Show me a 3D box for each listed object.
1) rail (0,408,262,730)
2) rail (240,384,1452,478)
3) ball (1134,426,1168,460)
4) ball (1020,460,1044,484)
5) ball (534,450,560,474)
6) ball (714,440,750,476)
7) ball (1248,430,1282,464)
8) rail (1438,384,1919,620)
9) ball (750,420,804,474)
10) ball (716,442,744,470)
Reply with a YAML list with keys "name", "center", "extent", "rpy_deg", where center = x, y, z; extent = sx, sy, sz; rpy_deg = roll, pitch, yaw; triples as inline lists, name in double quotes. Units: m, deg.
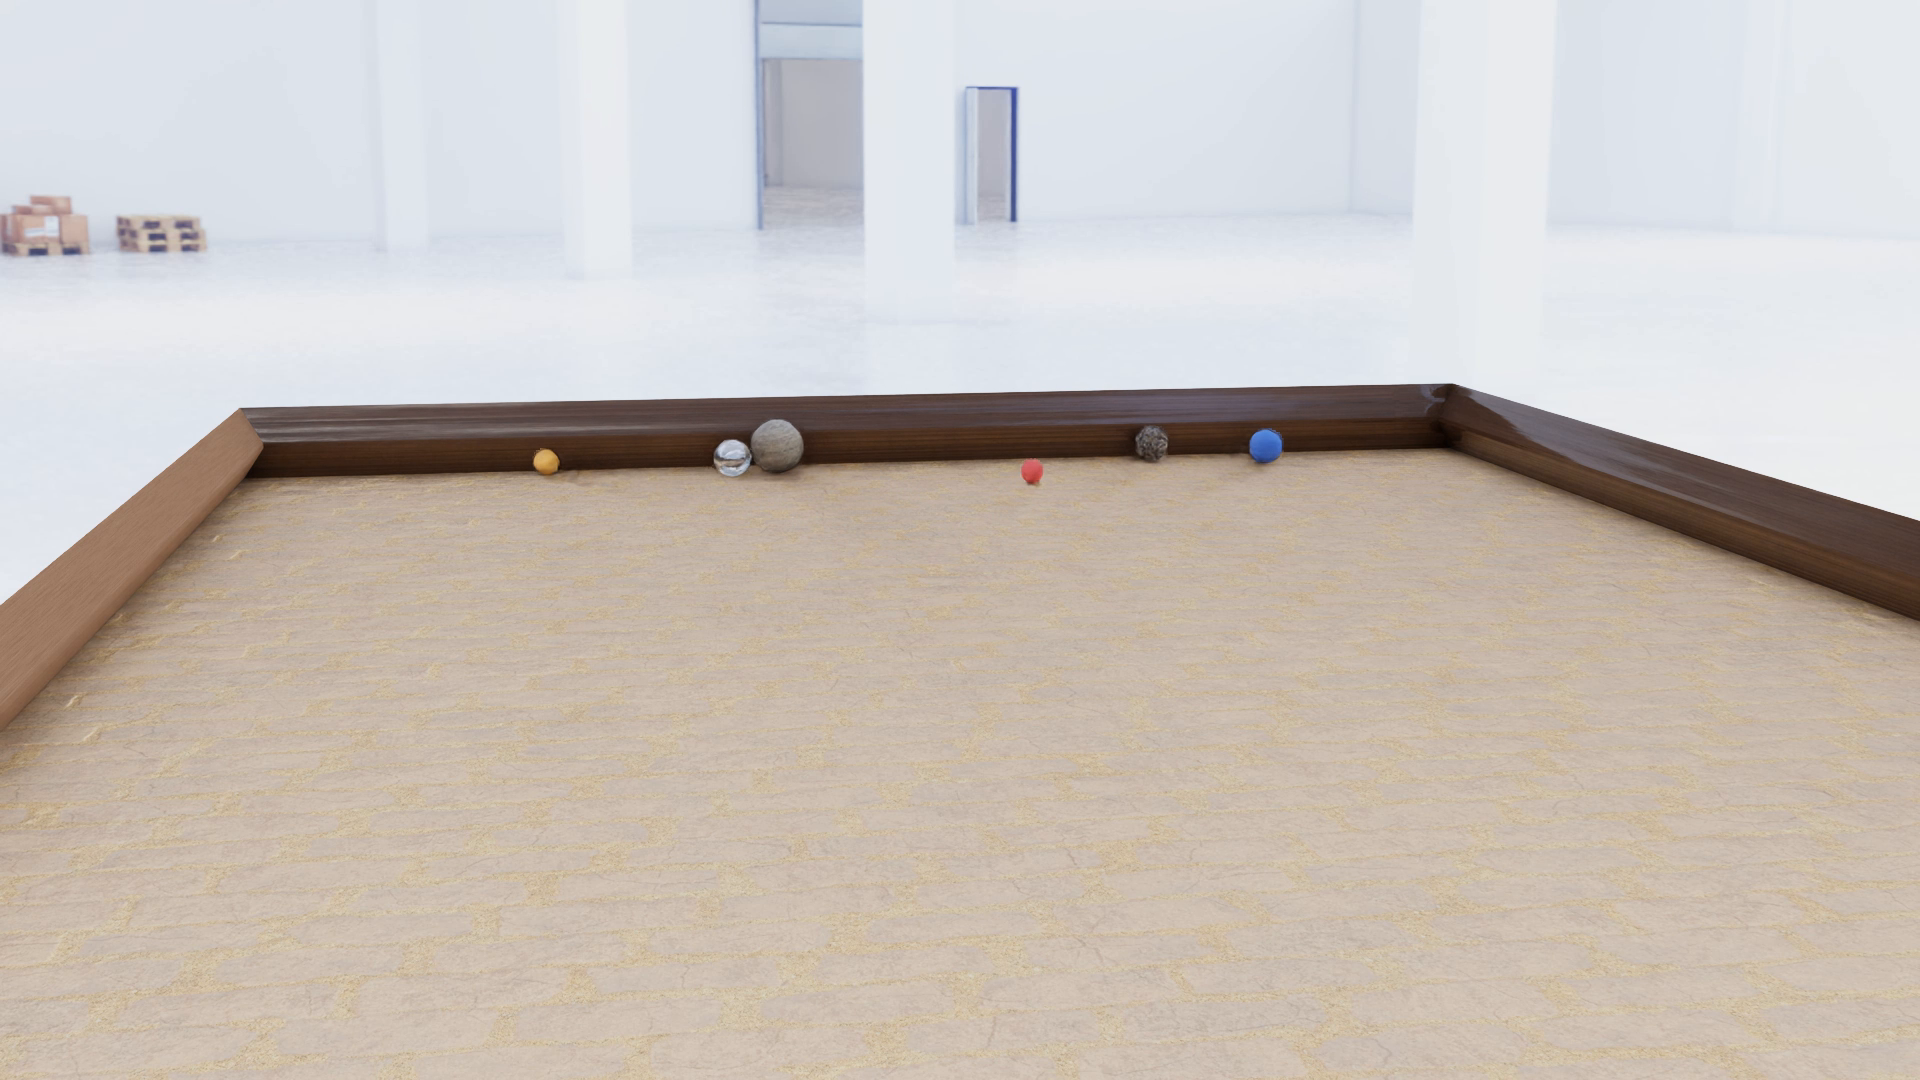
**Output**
- name: "rail"
  center: [-0.957, 0.181, 2.099]
  extent: [0.045, 0.128, 3.940]
  rpy_deg: [-2, 11, -9]
- name: "rail"
  center: [-0.161, -0.208, 4.172]
  extent: [2.323, 0.128, 0.045]
  rpy_deg: [-2, 11, -9]
- name: "ball"
  center: [0.368, -0.185, 4.223]
  extent: [0.065, 0.065, 0.065]
  rpy_deg: [0, 11, 0]
- name: "ball"
  center: [0.129, -0.122, 3.955]
  extent: [0.041, 0.041, 0.041]
  rpy_deg: [0, 11, 0]
- name: "ball"
  center: [-0.762, -0.143, 4.050]
  extent: [0.046, 0.046, 0.046]
  rpy_deg: [0, 11, 0]
- name: "ball"
  center: [-0.417, -0.151, 4.029]
  extent: [0.069, 0.069, 0.069]
  rpy_deg: [0, 11, 0]
- name: "ball"
  center: [0.581, -0.177, 4.188]
  extent: [0.063, 0.063, 0.063]
  rpy_deg: [0, 11, 0]
- name: "rail"
  center: [1.286, 0.111, 2.473]
  extent: [0.045, 0.128, 3.940]
  rpy_deg: [-2, 11, -9]
- name: "ball"
  center: [-0.339, -0.173, 4.069]
  extent: [0.099, 0.099, 0.099]
  rpy_deg: [0, 11, 0]
- name: "ball"
  center: [-0.429, -0.156, 4.099]
  extent: [0.054, 0.054, 0.054]
  rpy_deg: [0, 11, 0]
